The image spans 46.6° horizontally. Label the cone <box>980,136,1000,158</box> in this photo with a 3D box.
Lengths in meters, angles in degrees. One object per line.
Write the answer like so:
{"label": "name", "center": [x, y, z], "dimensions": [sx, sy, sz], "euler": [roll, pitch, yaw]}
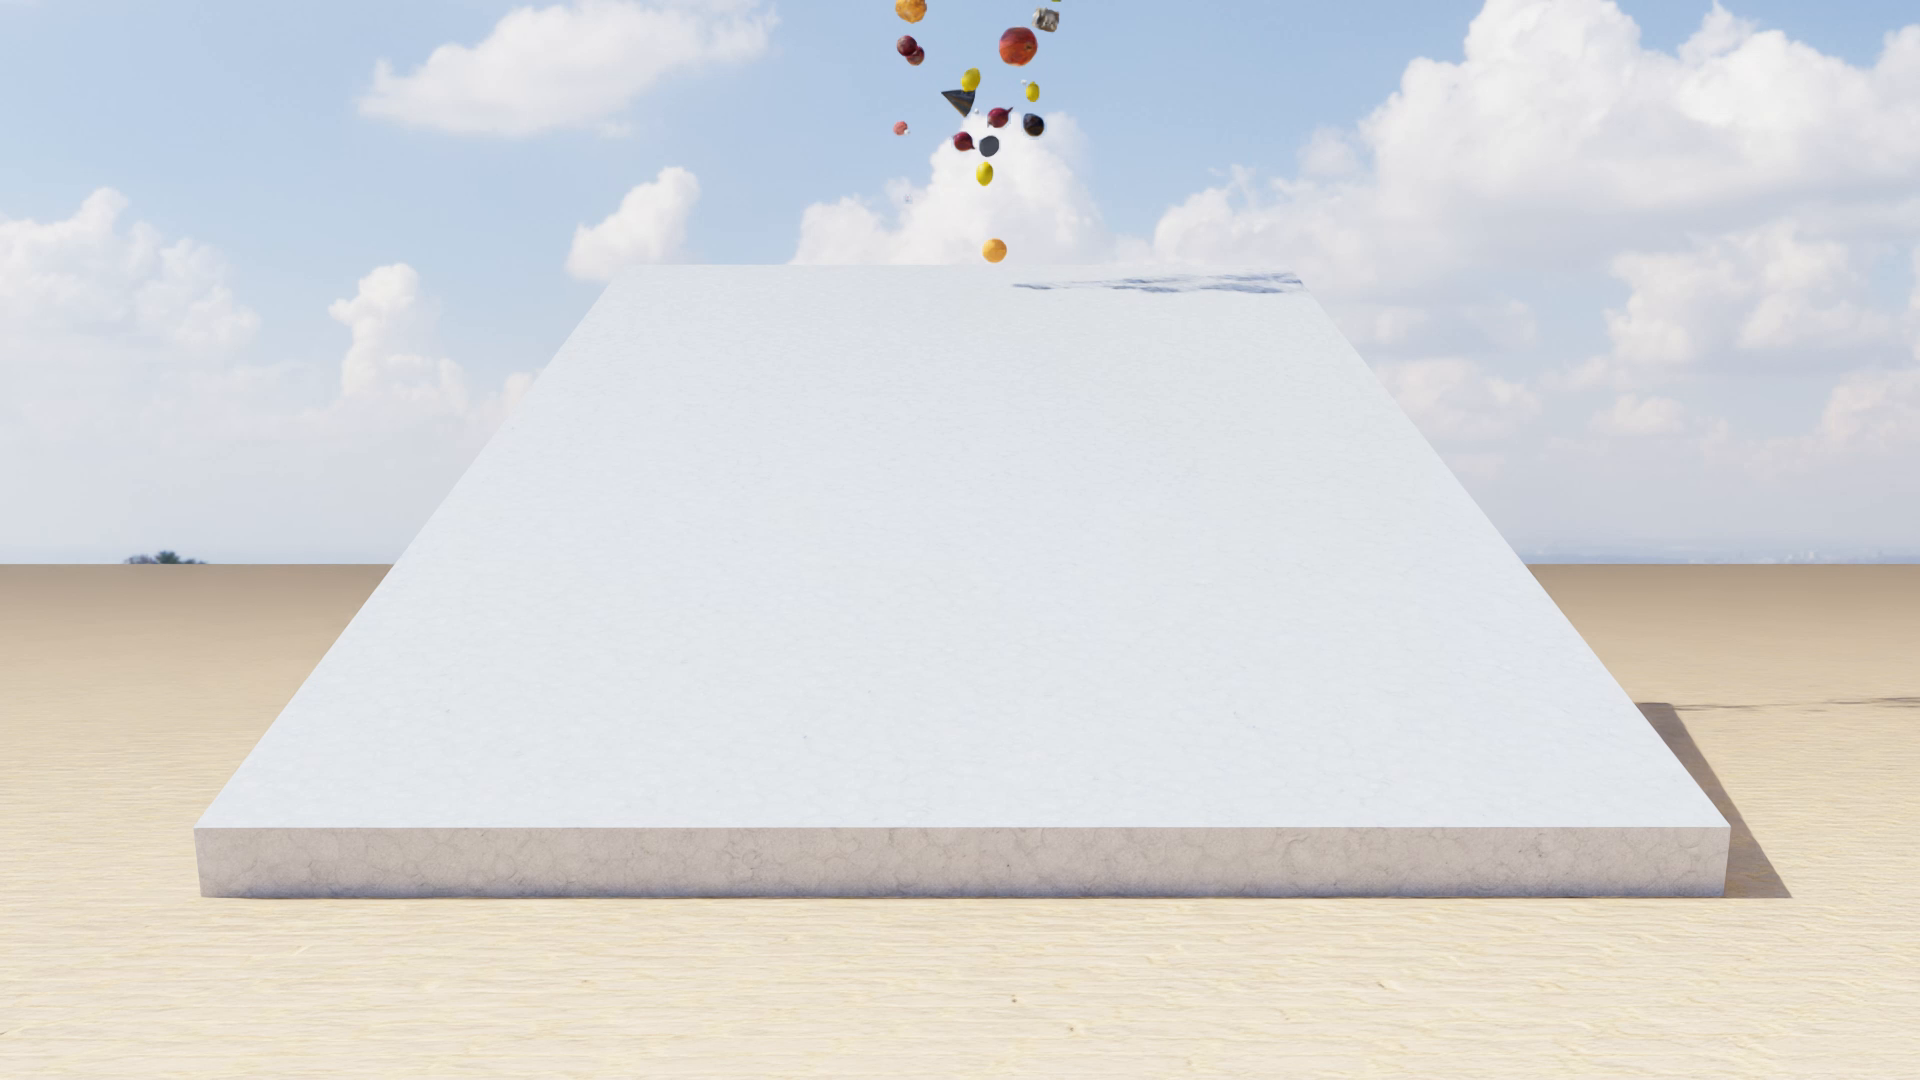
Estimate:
{"label": "cone", "center": [0.070, -1.133, 6.362], "dimensions": [0.064, 0.064, 0.064], "euler": [0, 25, -30]}

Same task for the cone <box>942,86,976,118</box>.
{"label": "cone", "center": [-0.015, -1.274, 6.411], "dimensions": [0.092, 0.092, 0.092], "euler": [16, -5, -17]}

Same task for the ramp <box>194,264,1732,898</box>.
{"label": "ramp", "center": [-0.003, -0.180, 4.821], "dimensions": [2.000, 0.100, 4.000], "euler": [0, 17, 0]}

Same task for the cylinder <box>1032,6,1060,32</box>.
{"label": "cylinder", "center": [0.250, -1.515, 6.489], "dimensions": [0.062, 0.062, 0.062], "euler": [12, -4, -16]}
